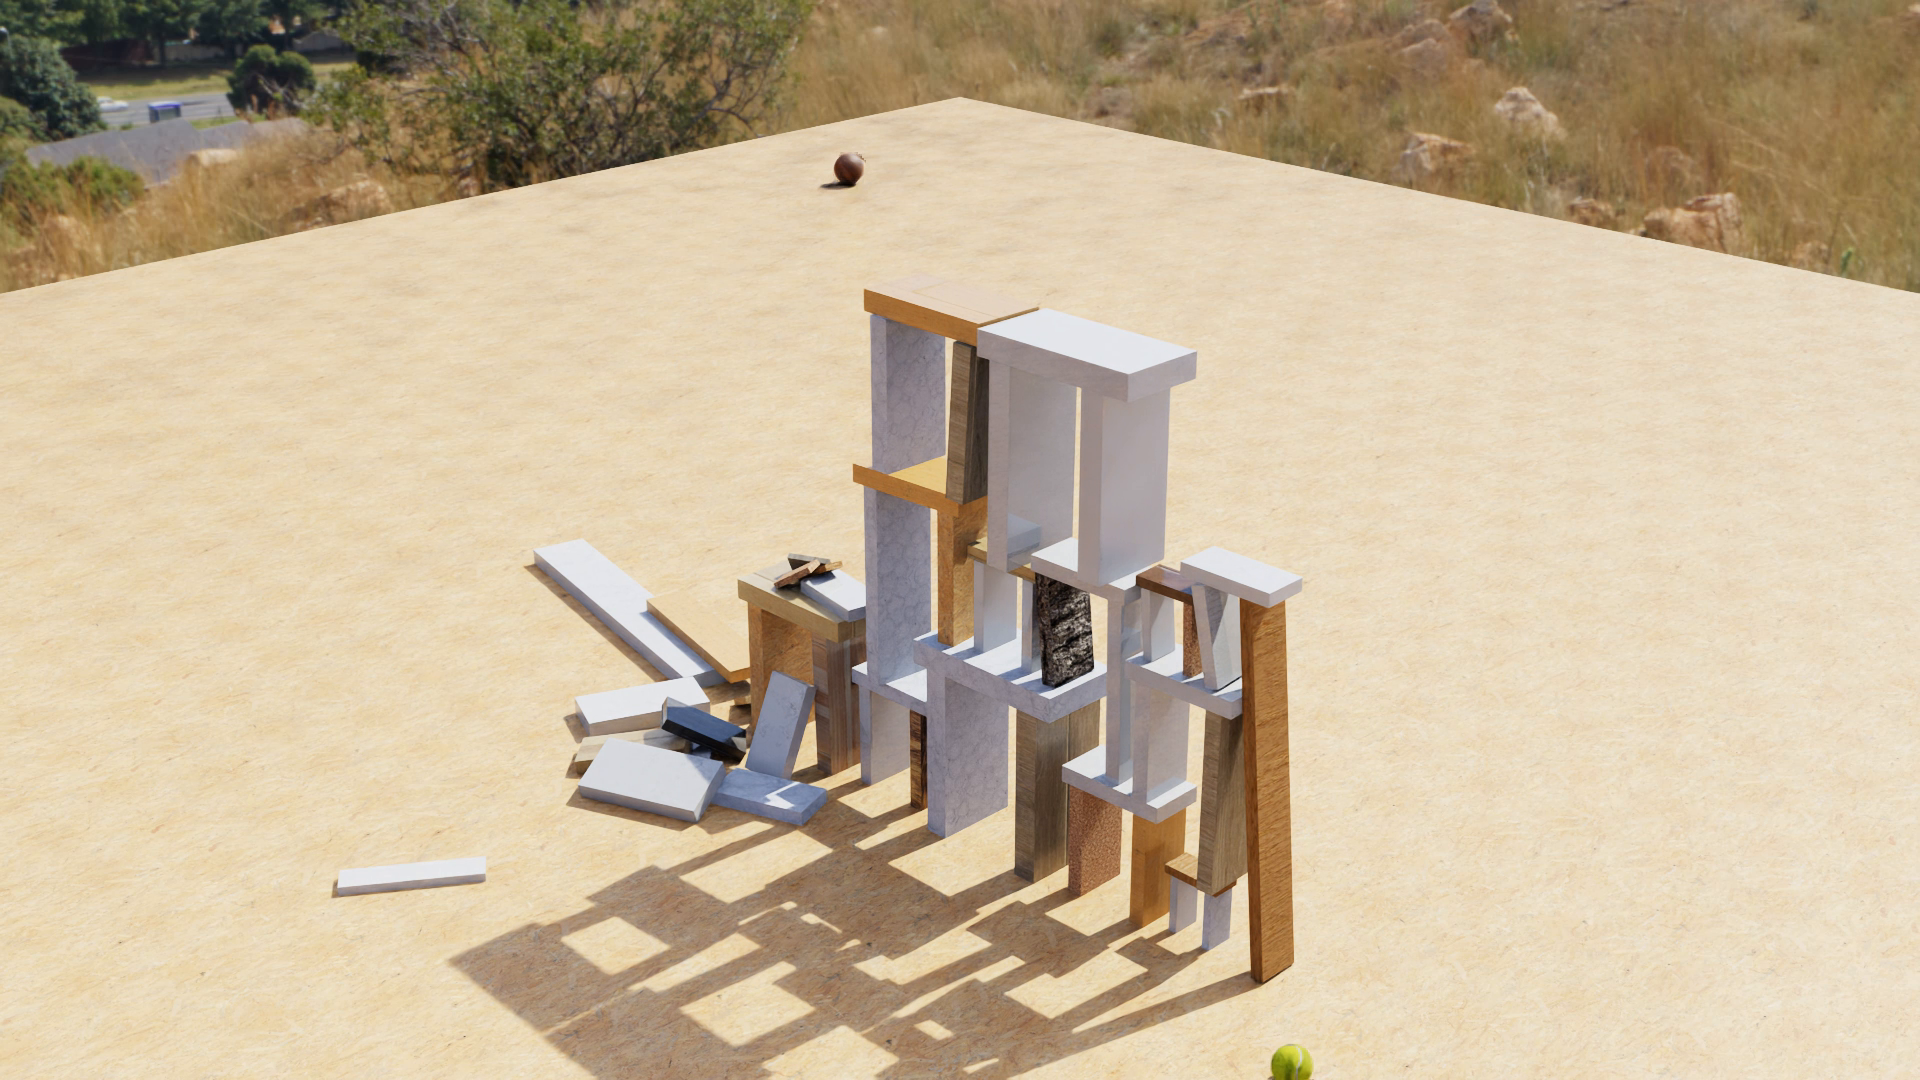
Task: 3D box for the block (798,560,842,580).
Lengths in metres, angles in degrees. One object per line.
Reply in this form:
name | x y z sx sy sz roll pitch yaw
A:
block | -0.292 0.065 4.596 0.047 0.013 0.095 -14 -4 -44

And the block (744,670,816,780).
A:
block | -0.373 0.390 4.576 0.107 0.213 0.030 20 6 39

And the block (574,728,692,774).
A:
block | -0.687 0.442 4.639 0.233 0.030 0.107 -7 23 4

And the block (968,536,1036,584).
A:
block | 0.112 0.033 4.123 0.186 0.026 0.093 21 31 40

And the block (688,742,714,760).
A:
block | -0.571 0.455 4.654 0.094 0.027 0.187 1 23 2

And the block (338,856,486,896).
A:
block | -1.050 0.644 4.219 0.275 0.018 0.064 -4 23 -10

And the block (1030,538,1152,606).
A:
block | 0.247 0.056 3.969 0.221 0.031 0.111 21 31 39

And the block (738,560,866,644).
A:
block | -0.302 0.124 4.597 0.159 0.045 0.318 -21 31 -40

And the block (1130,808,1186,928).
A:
block | 0.366 0.592 4.071 0.033 0.230 0.115 21 31 41

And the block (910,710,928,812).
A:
block | -0.050 0.429 4.466 0.031 0.222 0.111 21 31 41

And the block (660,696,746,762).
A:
block | -0.543 0.401 4.660 0.187 0.027 0.094 25 21 -18

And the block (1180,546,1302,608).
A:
block | 0.477 0.062 3.737 0.188 0.027 0.094 21 31 39

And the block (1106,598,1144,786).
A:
block | 0.313 0.259 4.007 0.031 0.369 0.111 18 29 38

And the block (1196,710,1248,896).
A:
block | 0.476 0.447 3.896 0.033 0.361 0.118 21 30 39

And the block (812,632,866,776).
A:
block | -0.230 0.318 4.603 0.159 0.318 0.045 -21 30 -40

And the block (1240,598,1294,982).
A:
block | 0.537 0.425 3.838 0.027 0.719 0.094 12 22 43

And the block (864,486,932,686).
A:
block | -0.123 0.073 4.387 0.137 0.431 0.039 -18 29 -37

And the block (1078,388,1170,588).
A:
block | 0.288 -0.112 3.868 0.179 0.357 0.051 -21 31 -41

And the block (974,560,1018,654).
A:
block | 0.068 0.115 4.203 0.026 0.186 0.093 21 31 40

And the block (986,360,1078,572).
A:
block | 0.132 -0.154 4.021 0.179 0.397 0.051 -21 31 -41

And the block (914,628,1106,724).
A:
block | 0.100 0.240 4.210 0.359 0.051 0.180 21 31 41

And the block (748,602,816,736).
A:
block | -0.377 0.261 4.738 0.159 0.318 0.045 -21 31 -41

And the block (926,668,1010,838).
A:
block | 0.017 0.396 4.369 0.051 0.359 0.180 21 31 41

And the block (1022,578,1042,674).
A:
block | 0.157 0.149 4.122 0.026 0.186 0.093 21 30 40

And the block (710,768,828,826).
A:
block | -0.391 0.523 4.490 0.213 0.030 0.107 10 25 23

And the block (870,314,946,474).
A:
block | -0.098 -0.293 4.205 0.154 0.309 0.044 -21 31 -40

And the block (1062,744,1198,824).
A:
block | 0.312 0.450 4.070 0.229 0.033 0.115 21 31 40

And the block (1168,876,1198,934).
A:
block | 0.413 0.660 4.052 0.060 0.120 0.017 -21 31 -40

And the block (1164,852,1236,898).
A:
block | 0.438 0.608 3.999 0.060 0.017 0.120 -21 31 -40

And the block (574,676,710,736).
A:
block | -0.699 0.368 4.844 0.270 0.038 0.135 -9 25 -21

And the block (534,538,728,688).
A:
block | -0.797 0.170 5.311 0.135 0.038 0.866 -14 27 -30

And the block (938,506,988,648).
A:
block | 0.015 0.054 4.233 0.039 0.274 0.137 17 28 35

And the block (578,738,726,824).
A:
block | -0.629 0.490 4.498 0.270 0.038 0.135 10 46 21

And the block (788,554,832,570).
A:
block | -0.315 0.053 4.645 0.095 0.047 0.013 9 55 20

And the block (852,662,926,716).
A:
block | -0.104 0.291 4.465 0.111 0.031 0.222 -21 31 -40

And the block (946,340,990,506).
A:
block | 0.049 -0.232 4.063 0.044 0.309 0.154 24 32 37

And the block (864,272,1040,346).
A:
block | -0.018 -0.428 4.072 0.154 0.044 0.309 -20 30 -40

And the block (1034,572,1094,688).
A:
block | 0.195 0.150 4.070 0.031 0.221 0.111 14 26 43

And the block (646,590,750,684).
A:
block | -0.587 0.220 5.106 0.102 0.029 0.455 -14 26 -29

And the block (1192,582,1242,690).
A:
block | 0.449 0.153 3.796 0.027 0.188 0.094 5 20 41

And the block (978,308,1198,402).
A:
block | 0.219 -0.327 3.853 0.179 0.051 0.357 -21 31 -40

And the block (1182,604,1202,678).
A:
block | 0.418 0.165 3.837 0.019 0.136 0.068 17 28 41

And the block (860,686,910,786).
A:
block | -0.156 0.388 4.562 0.111 0.222 0.031 -21 31 -41

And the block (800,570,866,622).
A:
block | -0.239 0.114 4.527 0.094 0.027 0.187 -15 27 -32

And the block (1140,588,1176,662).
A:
block | 0.351 0.140 3.895 0.019 0.136 0.068 15 27 41

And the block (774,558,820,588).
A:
block | -0.340 0.071 4.586 0.094 0.013 0.047 -25 10 29

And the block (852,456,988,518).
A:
block | -0.060 -0.115 4.230 0.275 0.039 0.137 19 30 38

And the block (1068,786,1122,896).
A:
block | 0.257 0.550 4.170 0.033 0.230 0.115 21 31 40

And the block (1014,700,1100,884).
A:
block | 0.186 0.462 4.213 0.180 0.359 0.051 -21 31 -41

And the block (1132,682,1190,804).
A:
block | 0.364 0.346 3.972 0.033 0.236 0.118 20 30 39

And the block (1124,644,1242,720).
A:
block | 0.419 0.244 3.869 0.236 0.033 0.118 20 30 39

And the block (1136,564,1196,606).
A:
block | 0.381 0.079 3.839 0.136 0.019 0.068 20 30 39

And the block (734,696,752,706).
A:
block | -0.462 0.352 4.857 0.049 0.014 0.098 -10 -3 -22

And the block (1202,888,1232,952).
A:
block | 0.468 0.682 4.000 0.060 0.120 0.017 -21 31 -40
